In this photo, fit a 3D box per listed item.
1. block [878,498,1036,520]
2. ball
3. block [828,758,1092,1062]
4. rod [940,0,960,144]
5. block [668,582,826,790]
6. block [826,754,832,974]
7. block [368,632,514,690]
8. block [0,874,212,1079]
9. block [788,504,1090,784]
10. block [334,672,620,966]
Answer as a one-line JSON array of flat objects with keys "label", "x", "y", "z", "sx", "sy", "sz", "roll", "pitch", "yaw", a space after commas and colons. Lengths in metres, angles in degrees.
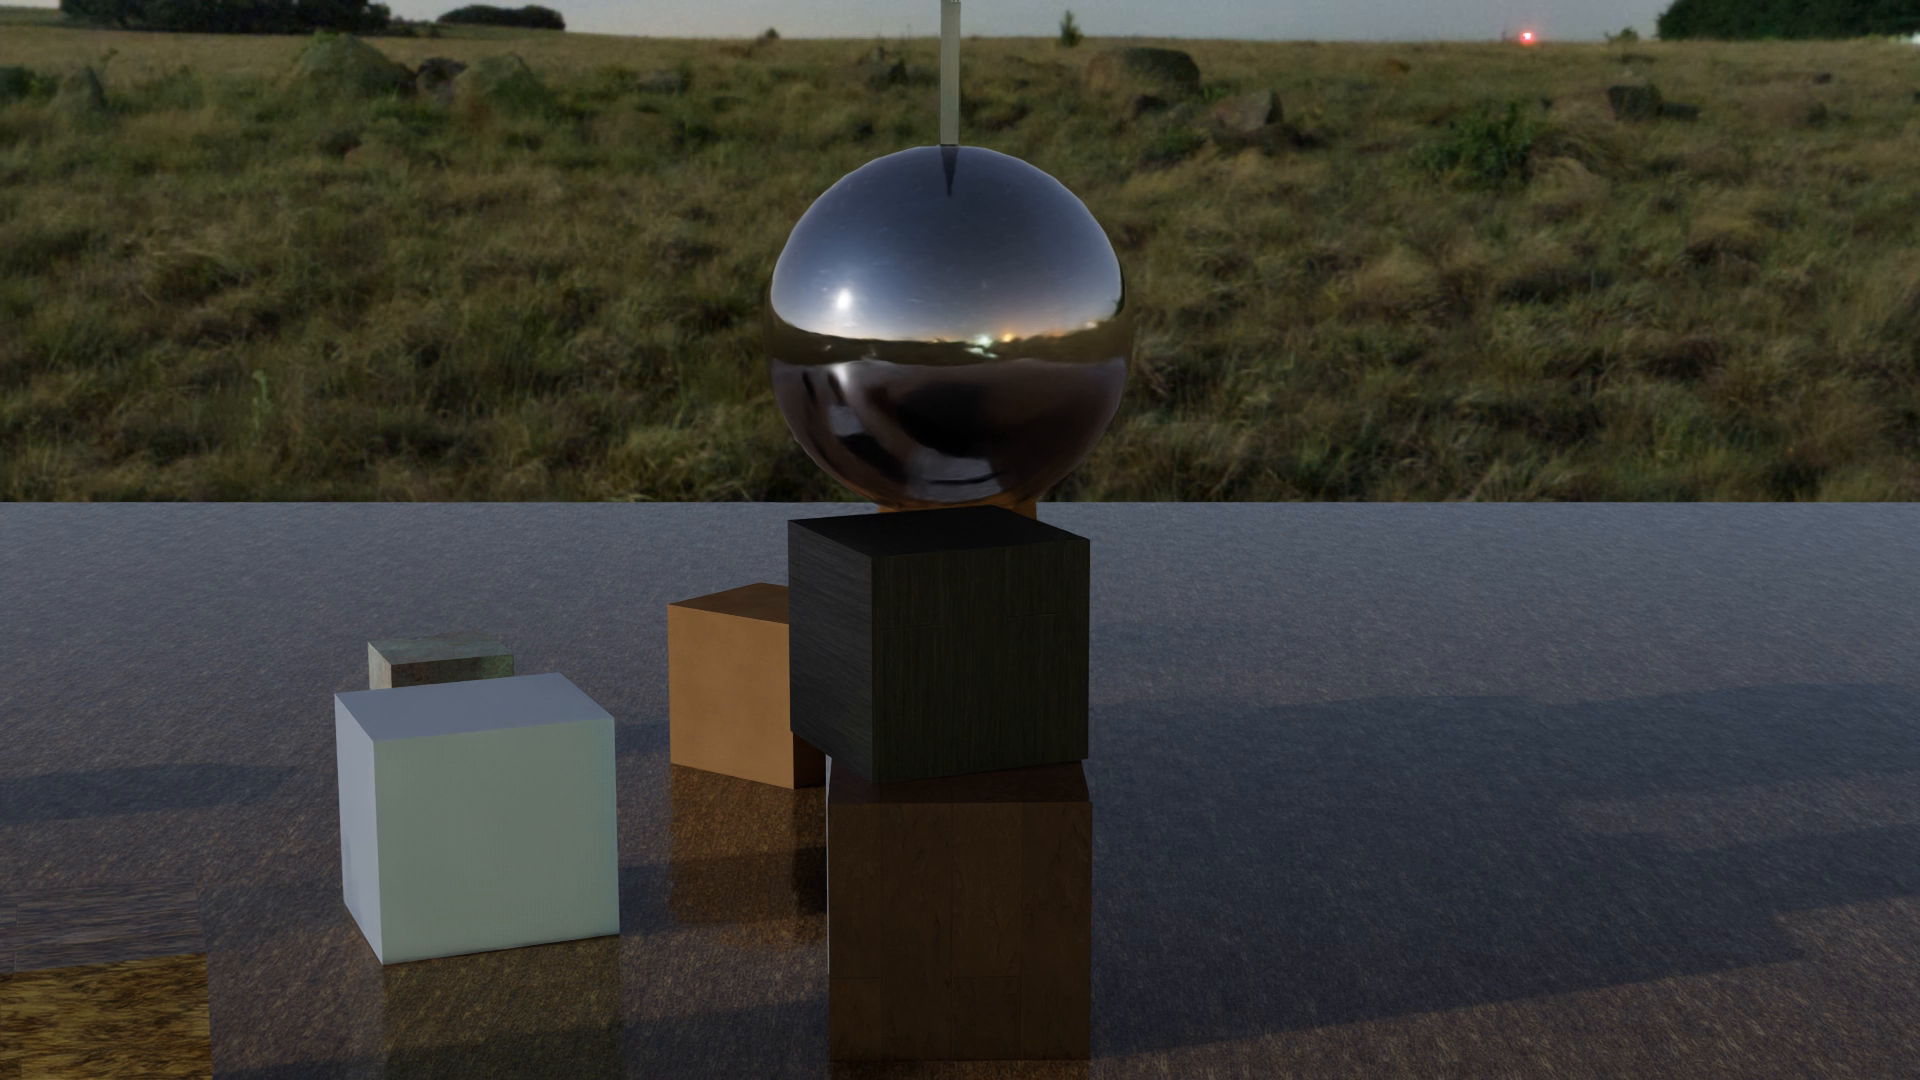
[{"label": "block", "x": -0.011, "y": 0.165, "z": 11.575, "sx": 0.703, "sy": 0.661, "sz": 0.820, "roll": 0, "pitch": 36, "yaw": 0}, {"label": "ball", "x": -0.052, "y": -0.890, "z": 11.018, "sx": 1.600, "sy": 1.600, "sz": 1.600, "roll": 0, "pitch": 10, "yaw": 0}, {"label": "block", "x": -0.011, "y": 1.321, "z": 9.609, "sx": 0.936, "sy": 0.963, "sz": 0.923, "roll": 0, "pitch": 10, "yaw": -1}, {"label": "rod", "x": -0.022, "y": -4.235, "z": 10.410, "sx": 0.080, "sy": 5.200, "sz": 0.080, "roll": 0, "pitch": 10, "yaw": 0}, {"label": "block", "x": -0.944, "y": 0.732, "z": 13.206, "sx": 0.833, "sy": 0.835, "sz": 0.723, "roll": 8, "pitch": 13, "yaw": 36}, {"label": "block", "x": -0.047, "y": 1.176, "z": 10.485, "sx": 0.981, "sy": 0.934, "sz": 0.843, "roll": 0, "pitch": 10, "yaw": -2}, {"label": "block", "x": -2.684, "y": 0.843, "z": 13.296, "sx": 0.626, "sy": 0.585, "sz": 0.595, "roll": -4, "pitch": 11, "yaw": -23}, {"label": "block", "x": -2.968, "y": 1.634, "z": 8.493, "sx": 0.902, "sy": 0.746, "sz": 0.857, "roll": -4, "pitch": 11, "yaw": -19}, {"label": "block", "x": -0.092, "y": 0.373, "z": 9.787, "sx": 0.876, "sy": 0.839, "sz": 0.854, "roll": -5, "pitch": 11, "yaw": -24}, {"label": "block", "x": -2.028, "y": 1.138, "z": 10.735, "sx": 0.974, "sy": 0.920, "sz": 0.875, "roll": -4, "pitch": 11, "yaw": -23}]
